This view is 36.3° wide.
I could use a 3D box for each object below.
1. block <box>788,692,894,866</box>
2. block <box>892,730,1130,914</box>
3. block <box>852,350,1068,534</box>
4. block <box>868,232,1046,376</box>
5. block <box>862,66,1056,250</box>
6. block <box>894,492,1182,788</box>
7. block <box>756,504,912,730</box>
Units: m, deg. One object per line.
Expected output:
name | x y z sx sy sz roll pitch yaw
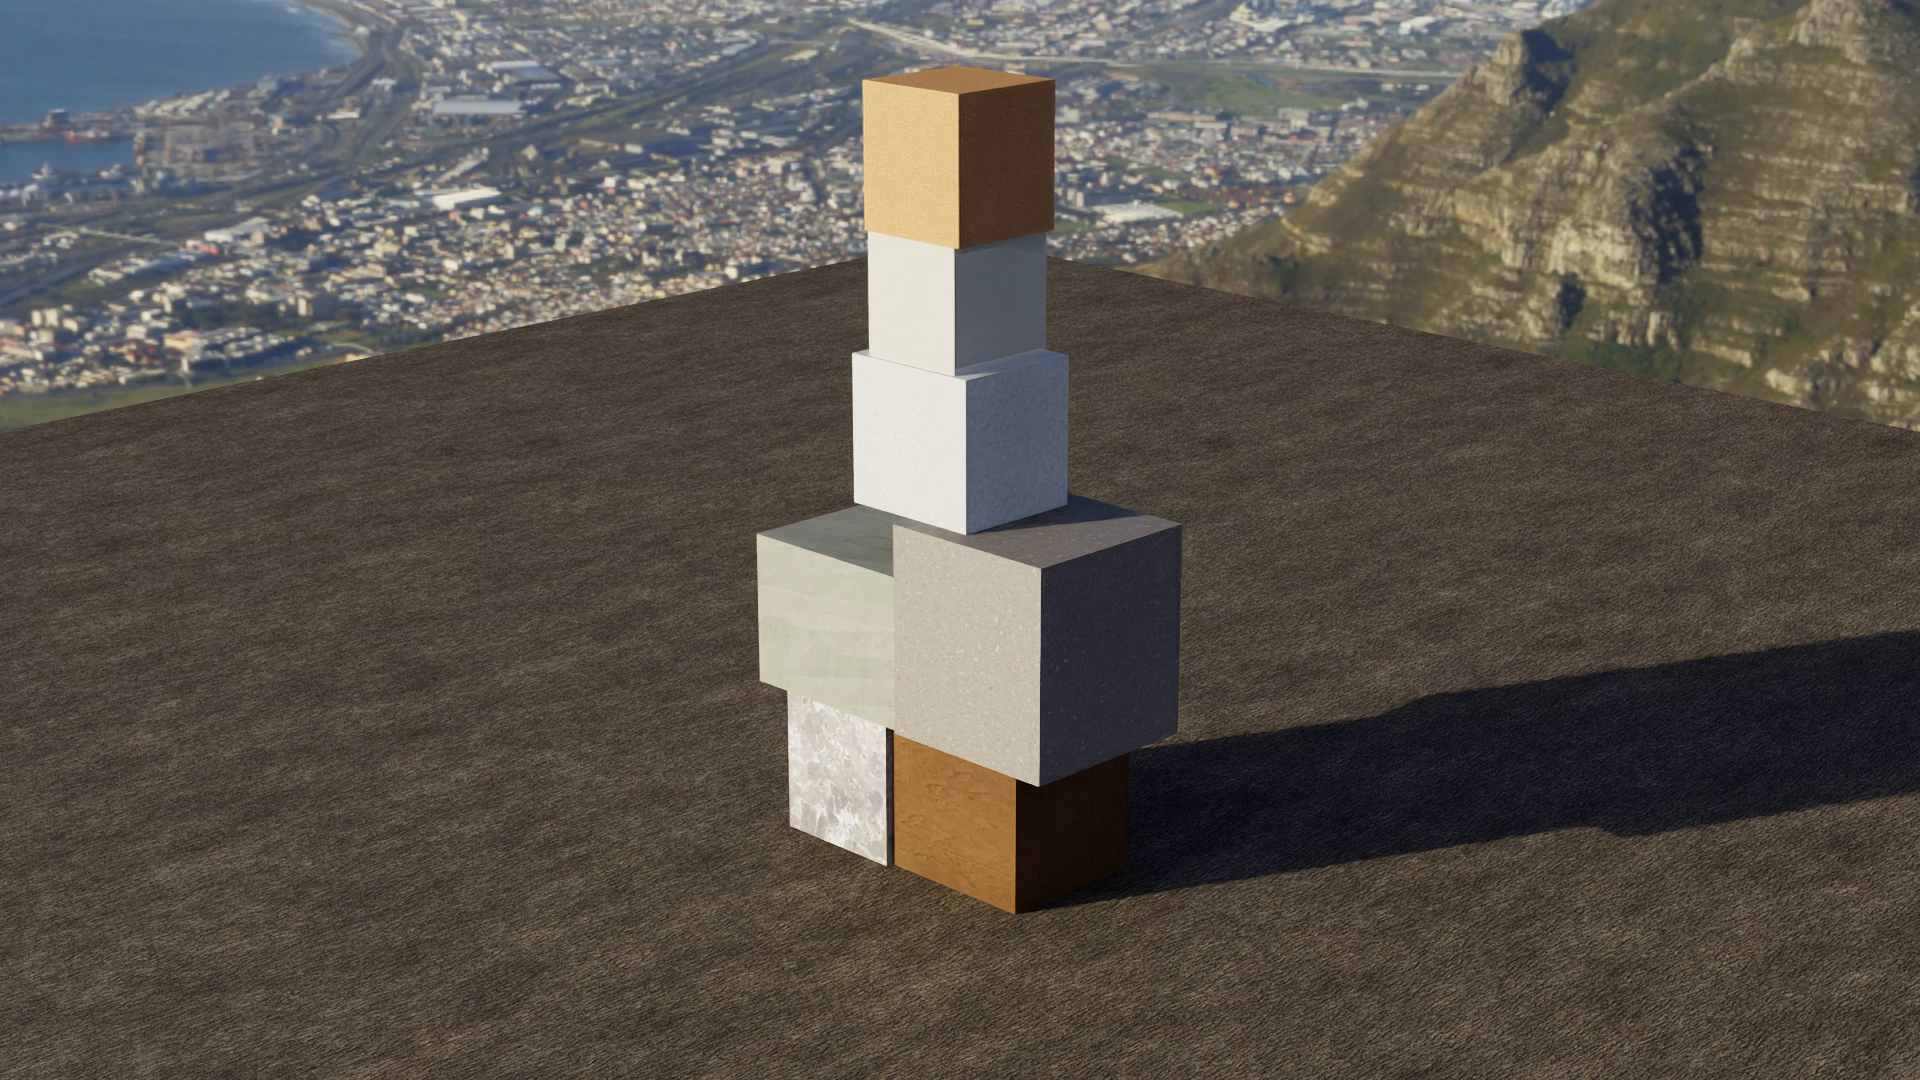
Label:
block | -0.288 1.021 13.946 0.814 0.690 0.669 -17 24 -42
block | 0.233 1.180 13.453 0.744 0.682 0.780 -17 24 -42
block | 0.002 -0.498 13.189 0.651 0.695 0.716 -17 24 -42
block | -0.012 -1.095 12.990 0.575 0.562 0.537 -17 24 -42
block | -0.004 -1.682 12.816 0.593 0.662 0.588 -17 24 -42
block | 0.344 0.403 13.135 0.910 0.992 0.903 -17 24 -42
block | -0.322 0.327 13.784 0.849 0.730 0.927 -17 24 -42
